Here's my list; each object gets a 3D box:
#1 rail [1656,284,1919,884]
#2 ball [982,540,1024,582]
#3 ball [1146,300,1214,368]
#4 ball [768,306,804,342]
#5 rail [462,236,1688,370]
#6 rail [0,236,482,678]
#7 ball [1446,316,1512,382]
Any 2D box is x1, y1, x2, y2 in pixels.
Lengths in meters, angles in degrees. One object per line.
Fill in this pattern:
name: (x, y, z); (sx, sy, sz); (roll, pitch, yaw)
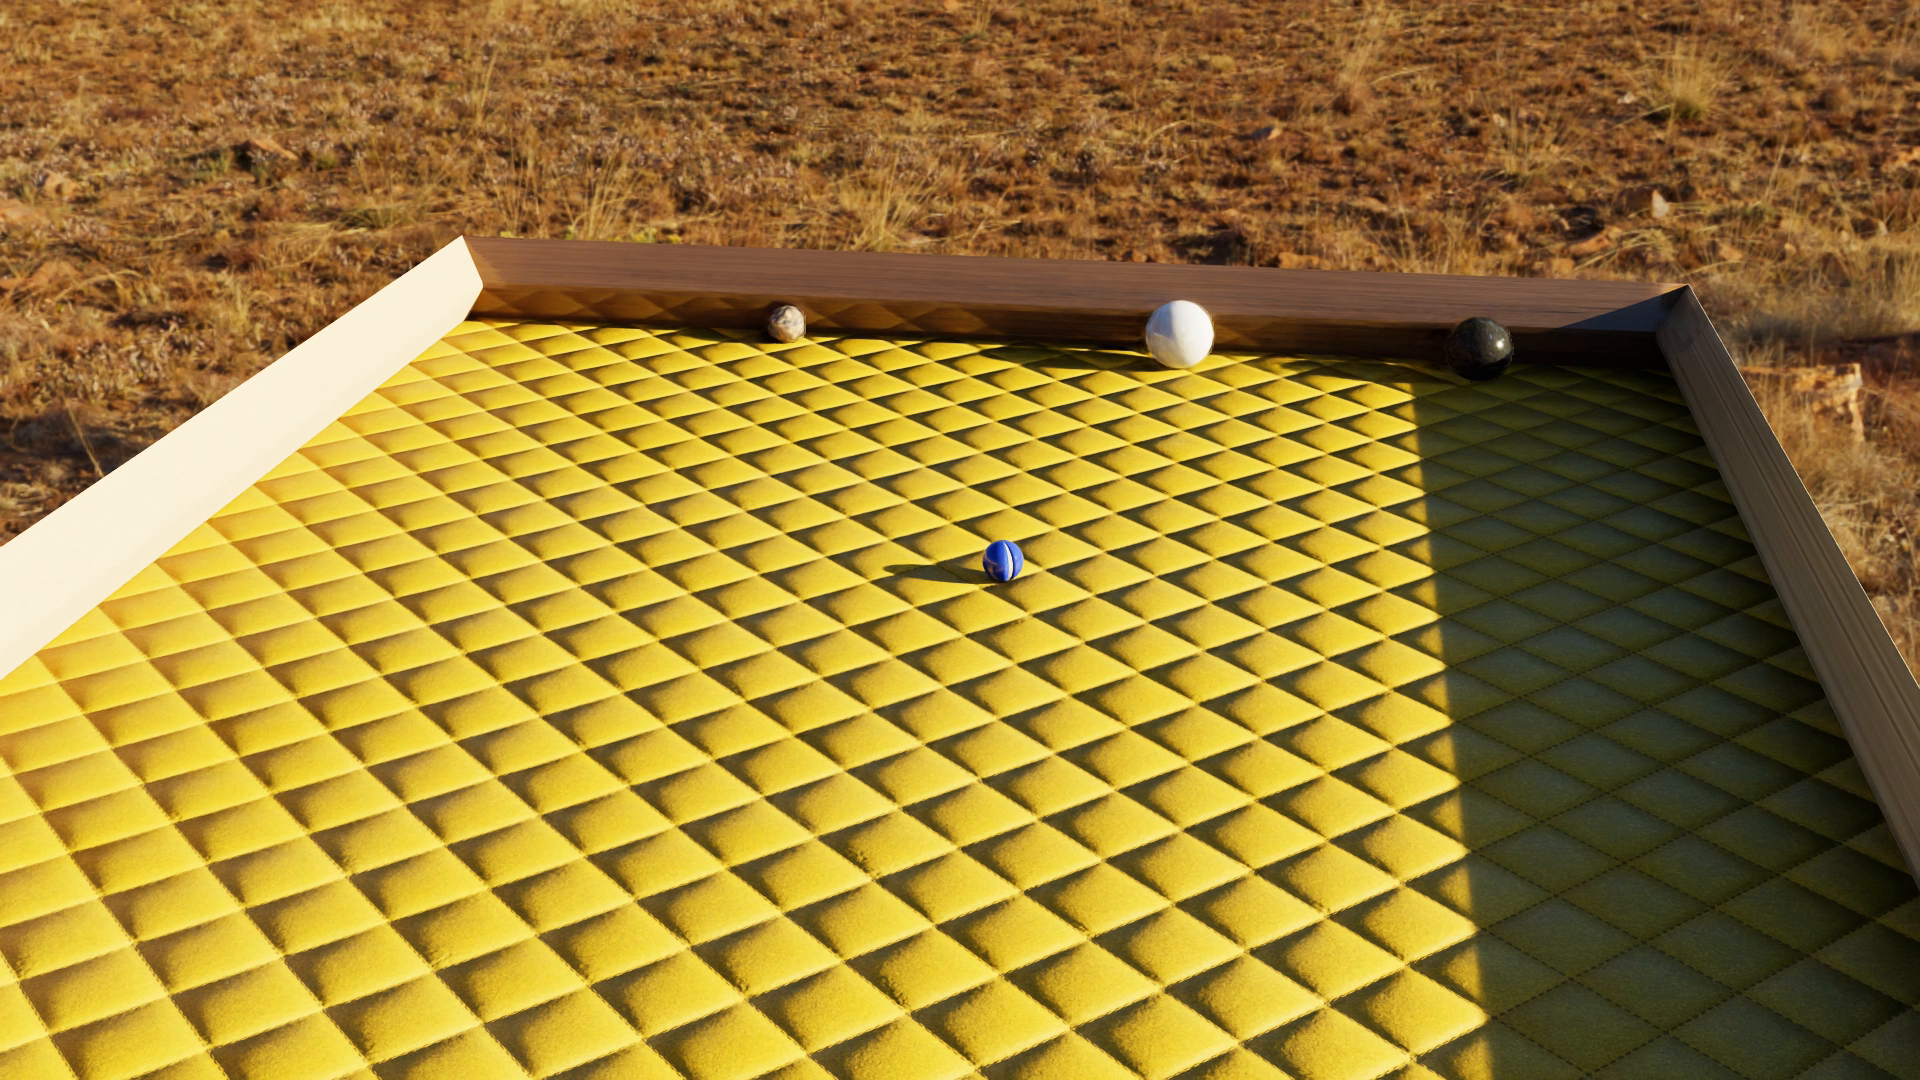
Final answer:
rail: (0.738, 0.344, 1.523); (0.045, 0.126, 3.495); (3, 22, 8)
ball: (0.047, 0.023, 2.427); (0.046, 0.046, 0.046); (0, 22, 0)
ball: (0.313, -0.294, 3.141); (0.097, 0.097, 0.097); (0, 22, 0)
ball: (-0.258, -0.321, 3.266); (0.055, 0.055, 0.055); (0, 22, 0)
rail: (0.130, -0.345, 3.227); (1.811, 0.126, 0.045); (3, 22, 8)
rail: (-1.005, 0.243, 1.772); (0.045, 0.126, 3.495); (3, 22, 8)
ball: (0.727, -0.268, 3.088); (0.090, 0.090, 0.090); (0, 22, 0)
